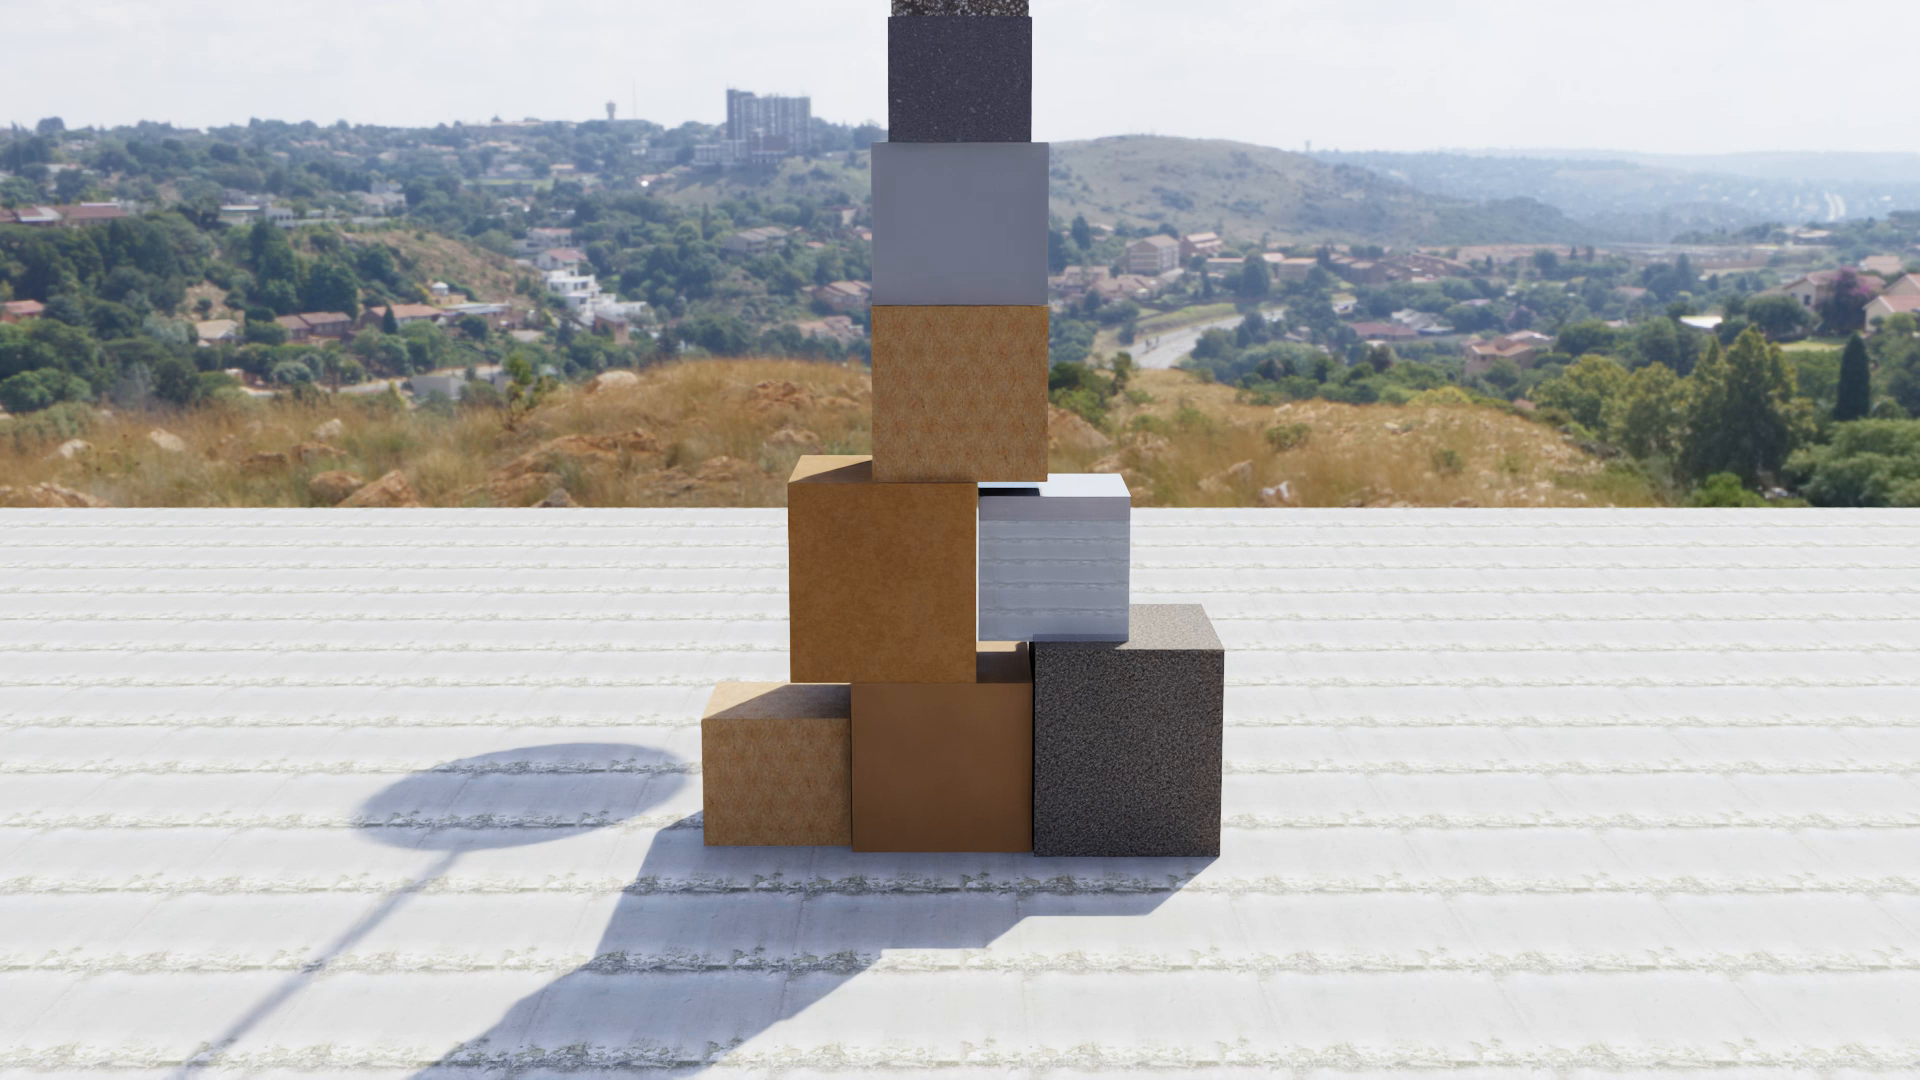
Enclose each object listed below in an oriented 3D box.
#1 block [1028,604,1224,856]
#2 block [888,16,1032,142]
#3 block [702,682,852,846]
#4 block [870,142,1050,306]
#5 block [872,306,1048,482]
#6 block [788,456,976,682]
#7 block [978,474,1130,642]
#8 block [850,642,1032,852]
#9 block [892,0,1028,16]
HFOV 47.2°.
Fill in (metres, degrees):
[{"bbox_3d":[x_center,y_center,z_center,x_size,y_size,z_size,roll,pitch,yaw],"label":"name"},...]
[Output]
[{"bbox_3d":[0.830,0.957,11.348,0.923,1.057,1.072,0,10,0],"label":"block"},{"bbox_3d":[0.000,-2.243,10.754,0.682,0.582,0.720,0,10,0],"label":"block"},{"bbox_3d":[-0.919,1.148,11.403,0.744,0.661,0.763,0,10,0],"label":"block"},{"bbox_3d":[0.000,-1.579,10.899,0.848,0.776,0.723,0,10,0],"label":"block"},{"bbox_3d":[0.000,-0.776,11.034,0.852,0.853,0.839,0,10,0],"label":"block"},{"bbox_3d":[-0.378,0.128,11.223,0.917,0.995,0.968,0,10,0],"label":"block"},{"bbox_3d":[0.464,0.078,11.194,0.745,0.728,0.740,0,10,0],"label":"block"},{"bbox_3d":[-0.090,1.051,11.360,0.895,0.868,0.923,0,10,0],"label":"block"},{"bbox_3d":[0.000,-2.806,10.687,0.653,0.549,0.626,0,10,0],"label":"block"}]
